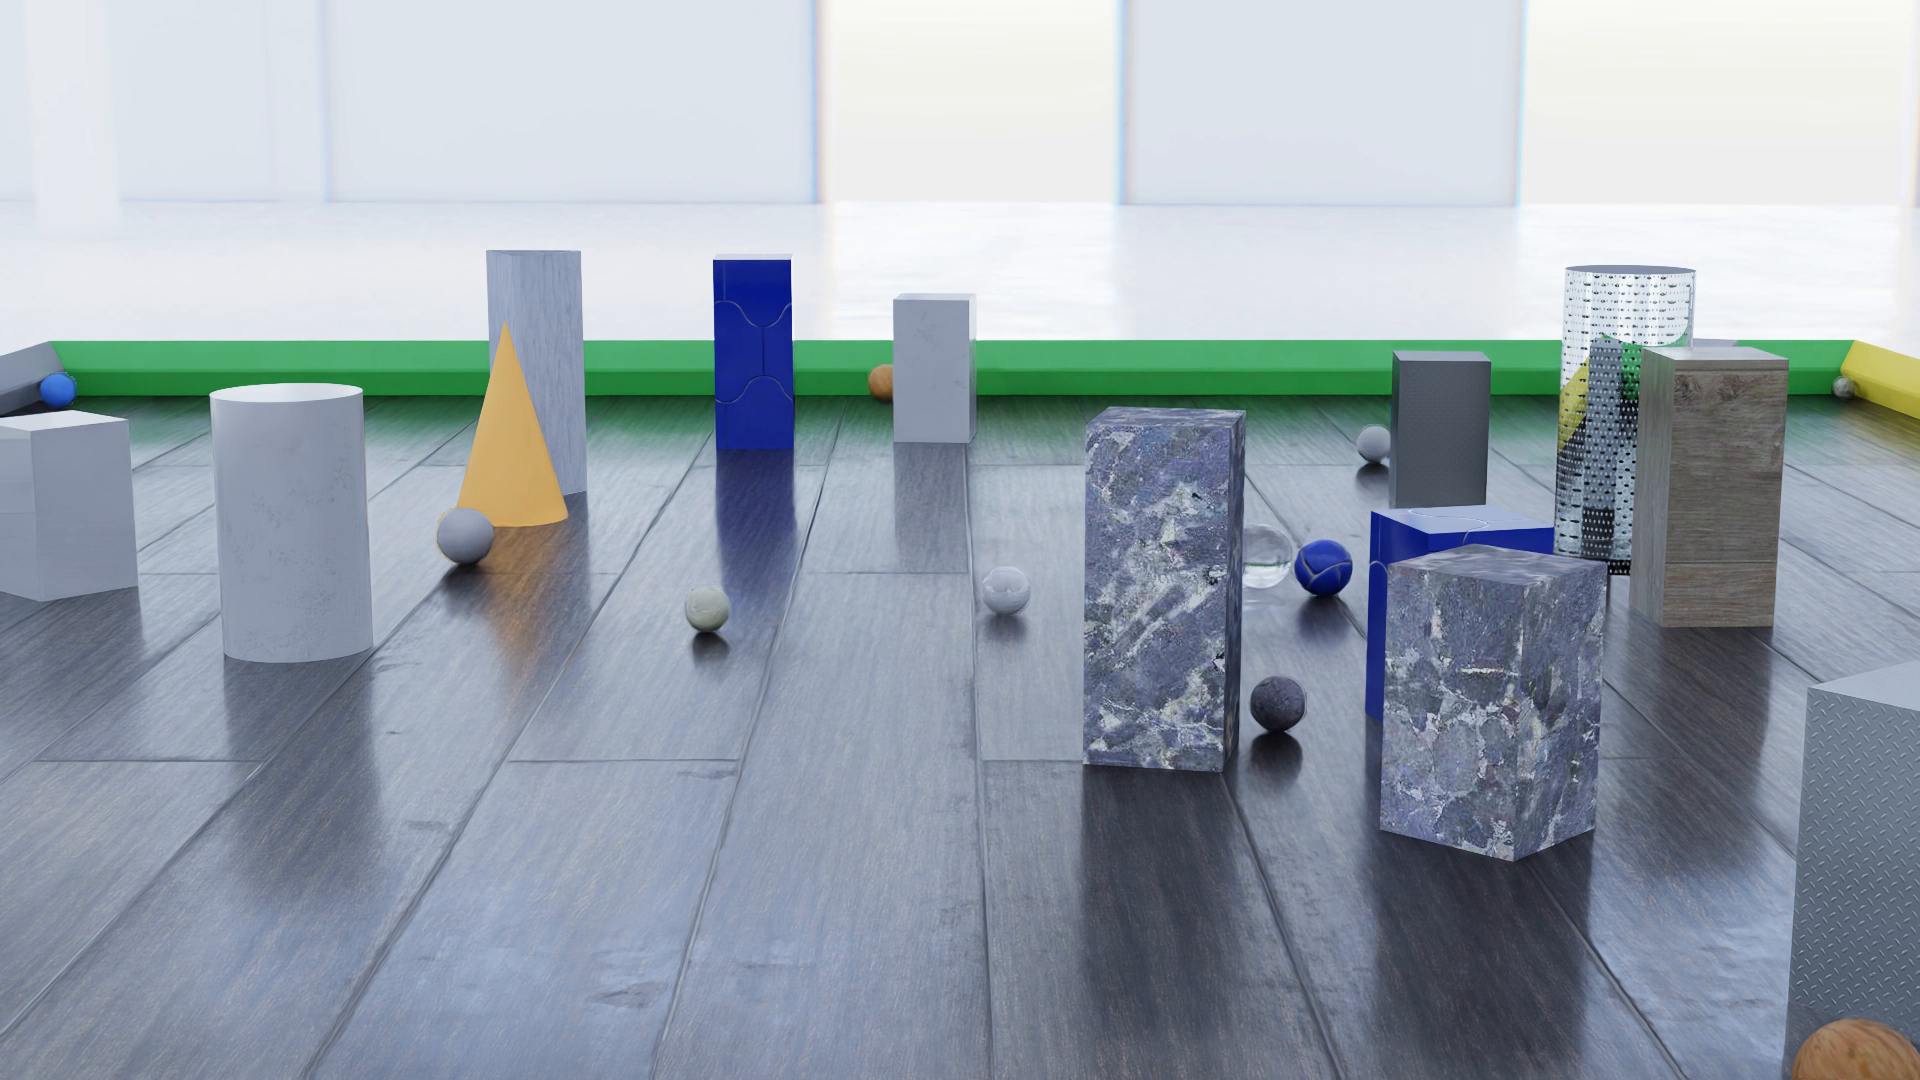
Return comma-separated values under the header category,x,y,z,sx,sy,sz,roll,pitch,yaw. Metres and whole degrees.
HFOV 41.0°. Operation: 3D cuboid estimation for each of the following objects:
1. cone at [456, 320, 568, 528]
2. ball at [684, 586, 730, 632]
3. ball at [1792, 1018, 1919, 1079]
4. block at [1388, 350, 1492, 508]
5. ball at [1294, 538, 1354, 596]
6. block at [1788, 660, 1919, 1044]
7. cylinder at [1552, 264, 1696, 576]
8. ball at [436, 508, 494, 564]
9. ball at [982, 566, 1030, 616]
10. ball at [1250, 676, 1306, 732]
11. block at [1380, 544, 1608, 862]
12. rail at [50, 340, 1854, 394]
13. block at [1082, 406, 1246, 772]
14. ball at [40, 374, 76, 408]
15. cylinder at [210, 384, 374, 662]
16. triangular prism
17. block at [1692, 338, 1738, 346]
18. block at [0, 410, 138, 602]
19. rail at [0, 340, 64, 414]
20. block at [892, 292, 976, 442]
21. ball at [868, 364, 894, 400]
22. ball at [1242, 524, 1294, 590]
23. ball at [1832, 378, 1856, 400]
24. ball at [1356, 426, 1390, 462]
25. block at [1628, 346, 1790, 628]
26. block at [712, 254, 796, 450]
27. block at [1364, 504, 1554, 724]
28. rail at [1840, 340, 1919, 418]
category,x,y,z,sx,sy,sz,roll,pitch,yaw
cone,-0.724,-0.194,4.111,0.184,0.319,0.184,0,11,0
ball,-0.326,0.089,3.307,0.059,0.059,0.059,0,11,0
ball,0.609,0.368,1.737,0.088,0.088,0.088,0,11,0
block,0.797,-0.186,4.274,0.147,0.243,0.147,1,11,5
ball,0.500,0.037,3.526,0.080,0.080,0.080,0,11,0
block,0.753,0.239,1.977,0.147,0.253,0.147,-8,13,-37
cylinder,0.962,-0.177,3.719,0.184,0.430,0.184,0,11,0
ball,-0.723,-0.006,3.748,0.083,0.083,0.083,0,11,0
ball,0.061,0.067,3.407,0.065,0.065,0.065,0,11,0
ball,0.349,0.180,2.816,0.061,0.061,0.061,0,11,0
block,0.507,0.150,2.440,0.147,0.259,0.147,10,14,43
rail,-0.013,-0.375,5.619,3.966,0.119,0.045,0,11,0
block,0.217,0.048,2.712,0.147,0.358,0.147,2,11,13
ball,-1.914,-0.316,5.440,0.071,0.071,0.071,0,11,0
cylinder,-0.833,-0.025,3.201,0.184,0.322,0.184,0,11,0
triangular prism,-0.741,-0.282,4.335,0.138,0.409,0.159,7,13,32
block,1.206,-0.197,4.273,0.147,0.266,0.147,4,11,22
block,-1.257,-0.050,3.573,0.147,0.235,0.147,9,14,41
rail,-1.959,0.033,3.439,0.045,0.119,4.461,0,11,0
block,-0.048,-0.337,4.996,0.147,0.275,0.147,1,11,6
ball,-0.160,-0.340,5.548,0.079,0.079,0.079,0,11,0
ball,0.418,0.023,3.572,0.092,0.092,0.092,0,11,0
ball,1.919,-0.328,5.570,0.047,0.047,0.047,0,11,0
ball,0.760,-0.175,4.697,0.067,0.067,0.067,0,11,0
block,0.984,-0.072,3.380,0.147,0.349,0.147,0,11,-2
block,-0.392,-0.362,4.904,0.147,0.358,0.147,0,11,-2
block,0.548,0.091,2.826,0.147,0.232,0.147,-3,11,-15
rail,1.959,0.029,3.461,0.045,0.119,4.461,0,11,0
